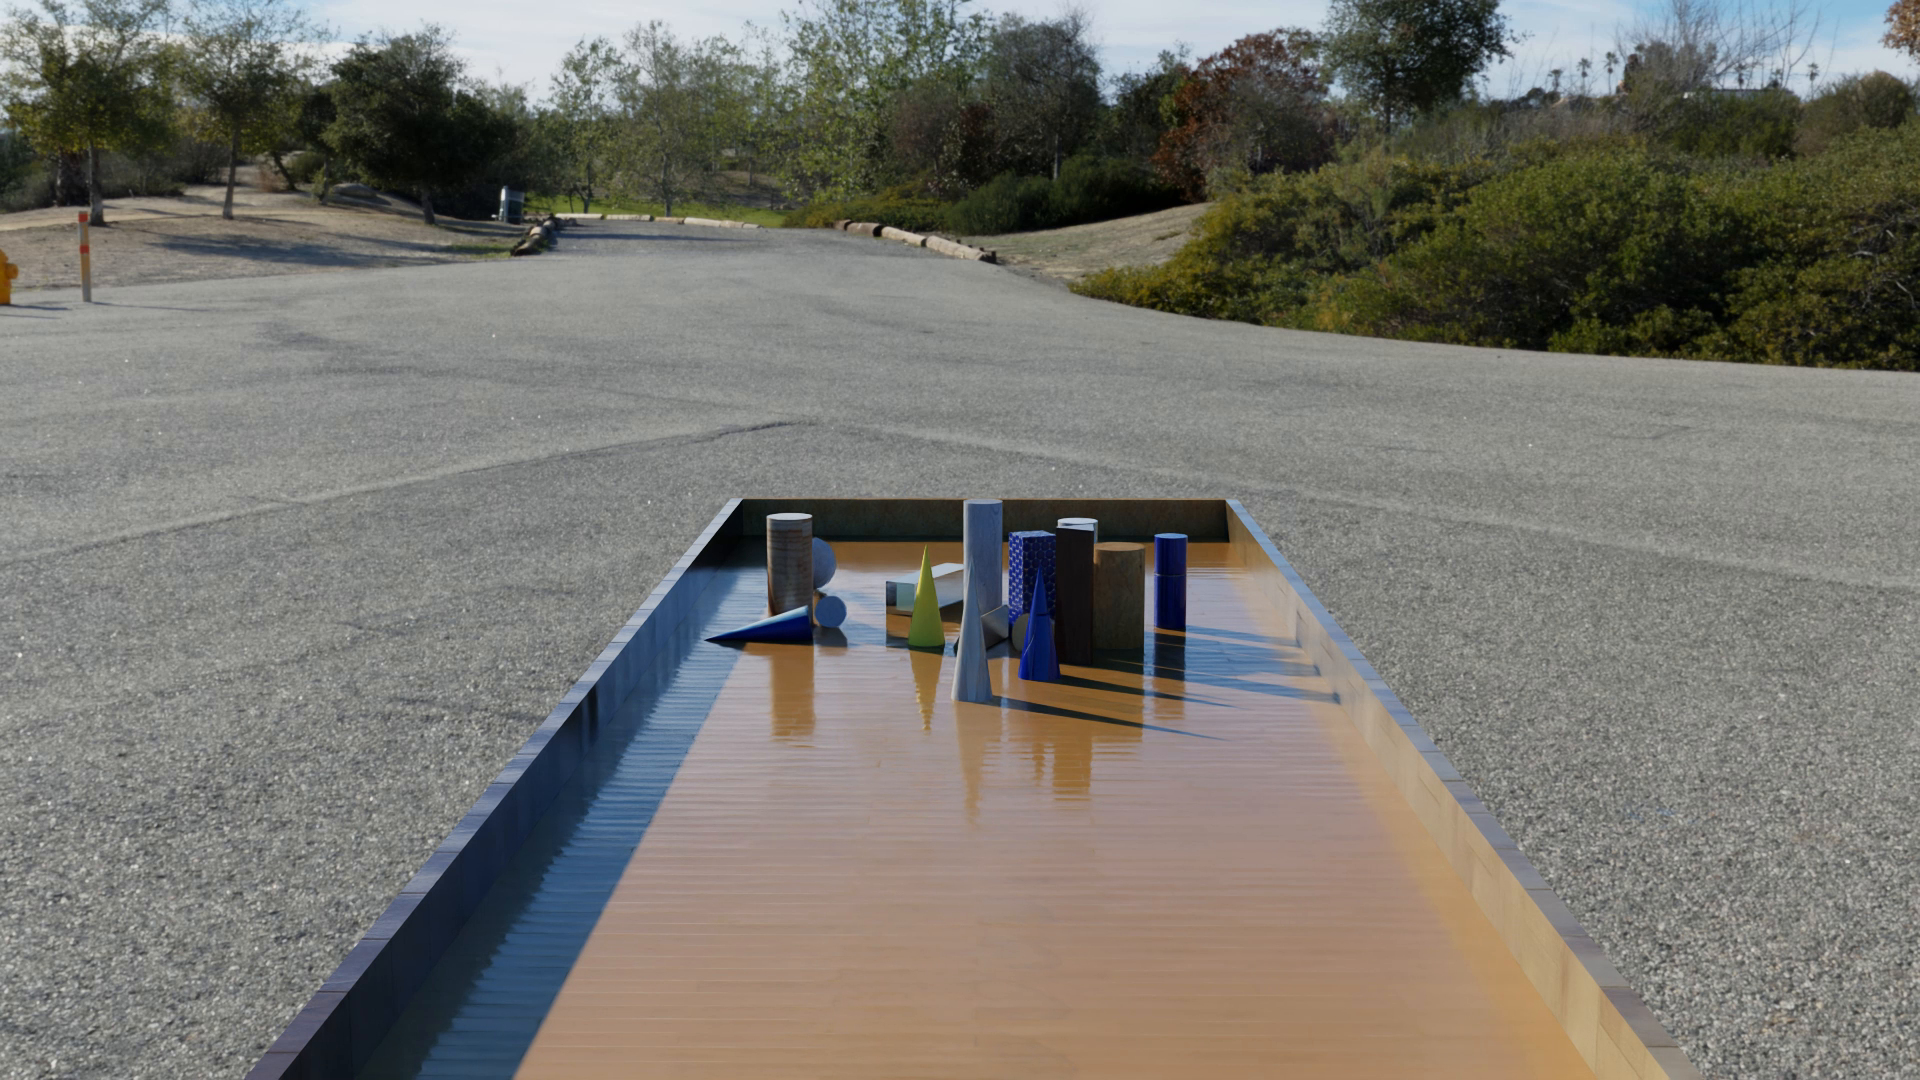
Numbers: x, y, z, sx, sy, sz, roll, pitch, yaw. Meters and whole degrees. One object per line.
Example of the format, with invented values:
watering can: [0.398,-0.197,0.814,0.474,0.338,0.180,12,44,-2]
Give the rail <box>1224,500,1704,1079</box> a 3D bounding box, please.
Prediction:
rail: [1.046,0.843,3.208,0.050,0.150,12.000,0,9,1]

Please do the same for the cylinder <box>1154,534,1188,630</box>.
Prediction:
cylinder: [0.689,0.135,7.198,0.106,0.301,0.106,0,9,0]

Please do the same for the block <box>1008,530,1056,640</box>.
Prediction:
block: [0.229,0.151,6.953,0.115,0.345,0.115,-3,10,-21]

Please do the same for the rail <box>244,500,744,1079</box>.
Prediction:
rail: [-1.004,0.839,3.234,0.050,0.150,12.000,0,9,1]

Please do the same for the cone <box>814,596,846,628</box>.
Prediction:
cone: [-0.451,0.233,7.370,0.106,0.106,0.361,-1,1,-9]

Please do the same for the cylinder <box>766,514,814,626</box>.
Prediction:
cylinder: [-0.556,0.102,7.202,0.149,0.363,0.149,0,9,0]

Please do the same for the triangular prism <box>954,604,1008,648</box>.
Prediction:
triangular prism: [0.087,0.275,6.990,0.098,0.085,0.338,4,10,21]

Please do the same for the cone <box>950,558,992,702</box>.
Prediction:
cone: [0.033,0.239,6.175,0.118,0.415,0.118,0,9,0]

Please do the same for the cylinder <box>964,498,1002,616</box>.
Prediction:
cylinder: [0.075,0.077,7.213,0.128,0.411,0.128,0,9,0]

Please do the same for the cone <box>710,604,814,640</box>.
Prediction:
cone: [-0.647,0.290,7.004,0.345,0.111,0.111,-11,10,-2]

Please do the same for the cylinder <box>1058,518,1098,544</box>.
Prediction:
cylinder: [0.384,0.110,7.193,0.130,0.350,0.130,0,9,0]

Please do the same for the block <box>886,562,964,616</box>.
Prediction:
block: [-0.100,0.169,7.586,0.112,0.112,0.421,5,10,28]

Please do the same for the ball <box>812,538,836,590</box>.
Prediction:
ball: [-0.537,0.084,7.876,0.189,0.189,0.189,0,9,0]

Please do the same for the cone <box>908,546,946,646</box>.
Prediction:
cone: [-0.106,0.165,6.937,0.121,0.323,0.121,0,9,0]

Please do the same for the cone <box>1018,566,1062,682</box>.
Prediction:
cone: [0.234,0.232,6.450,0.129,0.343,0.129,0,9,0]

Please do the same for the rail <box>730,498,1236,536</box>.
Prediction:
rail: [0.099,-0.098,9.147,2.100,0.150,0.050,0,9,1]

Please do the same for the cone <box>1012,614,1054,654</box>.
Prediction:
cone: [0.347,0.297,6.927,0.132,0.132,0.432,7,3,39]

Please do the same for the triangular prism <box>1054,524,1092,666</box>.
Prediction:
triangular prism: [0.371,0.163,6.664,0.128,0.413,0.111,6,11,32]

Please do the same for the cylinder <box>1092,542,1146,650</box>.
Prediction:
cylinder: [0.493,0.174,6.918,0.175,0.311,0.175,0,9,0]
